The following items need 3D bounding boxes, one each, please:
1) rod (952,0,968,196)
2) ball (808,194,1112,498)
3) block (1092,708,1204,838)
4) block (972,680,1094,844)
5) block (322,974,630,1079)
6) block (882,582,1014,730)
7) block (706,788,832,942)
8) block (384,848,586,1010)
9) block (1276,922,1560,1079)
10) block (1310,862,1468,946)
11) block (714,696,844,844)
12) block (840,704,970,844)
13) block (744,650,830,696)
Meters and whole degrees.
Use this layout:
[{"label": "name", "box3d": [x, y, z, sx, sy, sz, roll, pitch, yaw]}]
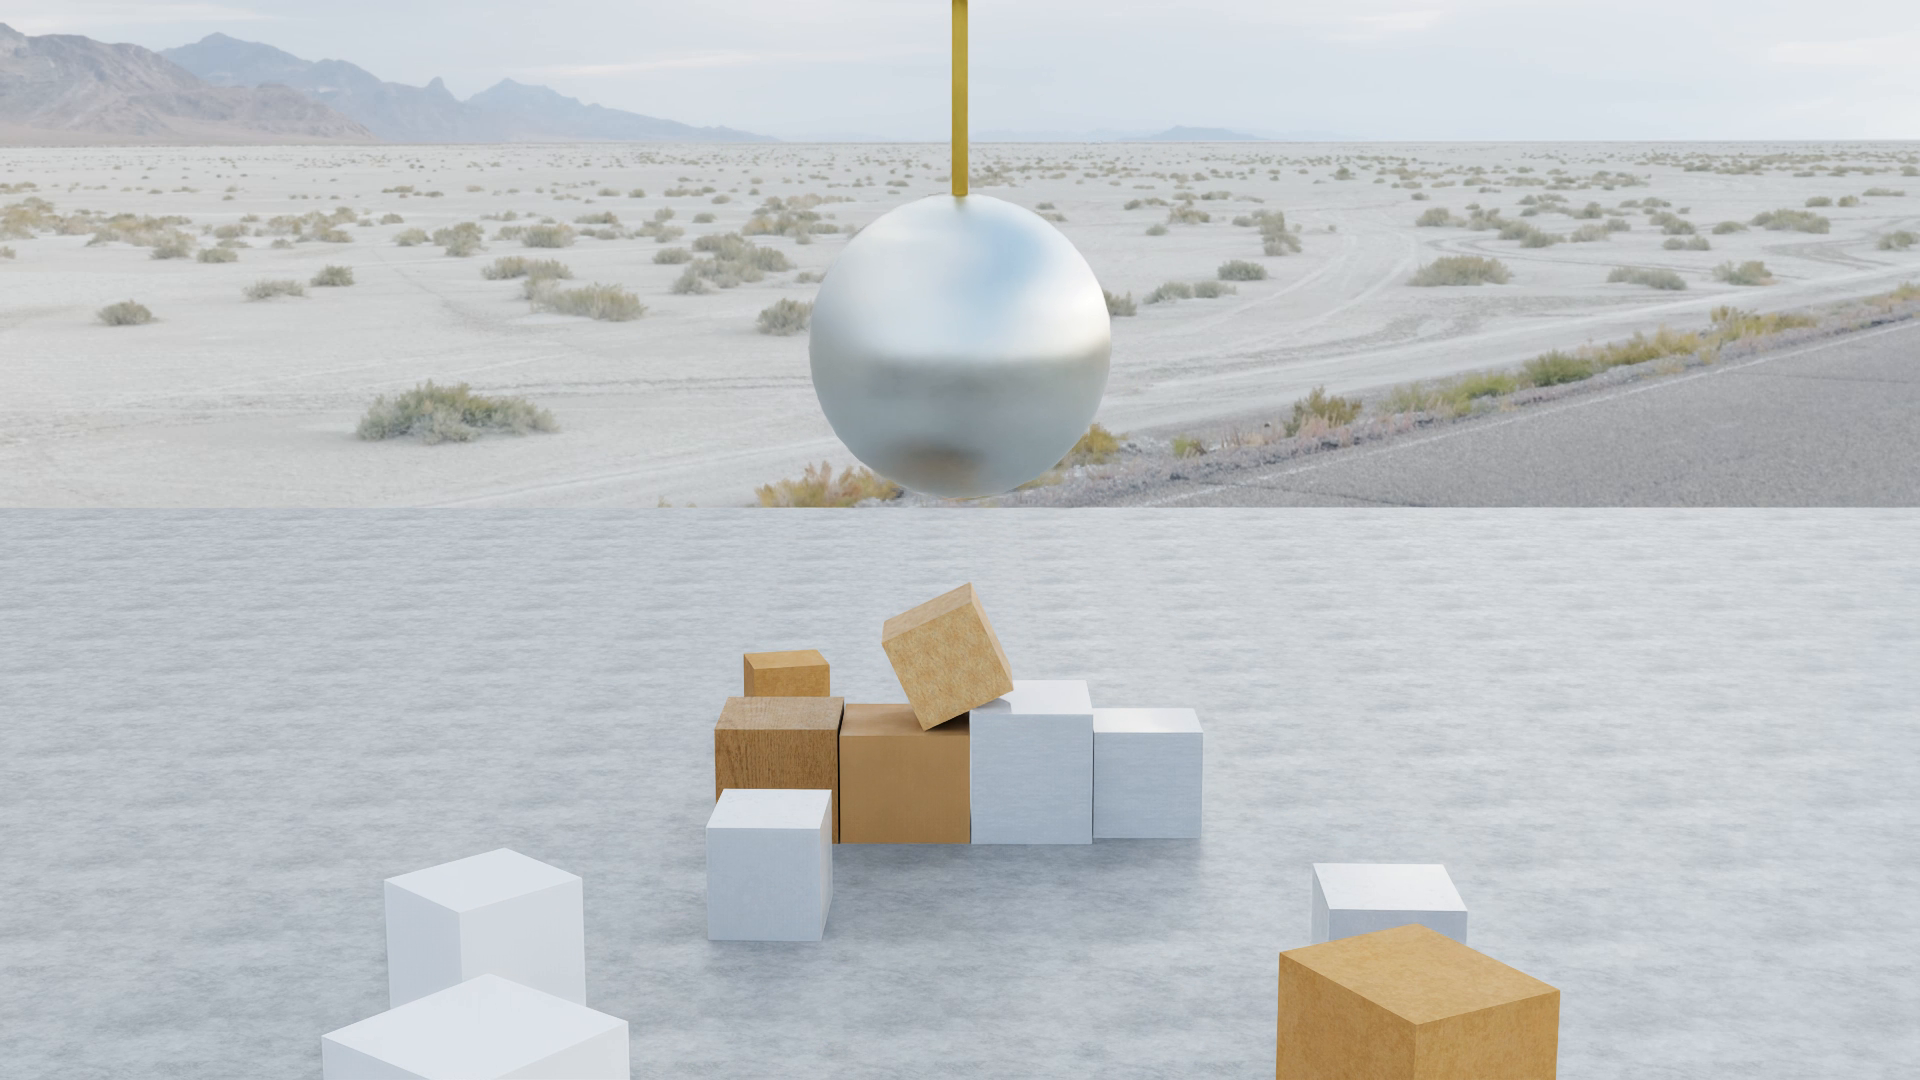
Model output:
[{"label": "rod", "box3d": [0.000, -4.288, 10.657, 0.080, 5.200, 0.080, 0, 16, 0]}, {"label": "ball", "box3d": [0.000, -1.017, 11.586, 1.600, 1.600, 1.600, 0, 10, 0]}, {"label": "block", "box3d": [0.954, 1.203, 11.394, 0.551, 0.557, 0.475, 0, 10, 0]}, {"label": "block", "box3d": [0.364, 1.141, 11.400, 0.609, 0.677, 0.701, 0, 10, 0]}, {"label": "block", "box3d": [-1.568, 1.912, 7.182, 0.693, 0.669, 0.687, 8, 13, 37]}, {"label": "block", "box3d": [-0.064, 0.591, 11.298, 0.501, 0.502, 0.513, -25, 9, 4]}, {"label": "block", "box3d": [-0.860, 1.472, 10.017, 0.503, 0.520, 0.588, 0, 10, 2]}, {"label": "block", "box3d": [-1.923, 1.646, 8.918, 0.549, 0.570, 0.574, 10, 14, 44]}, {"label": "block", "box3d": [1.577, 1.821, 7.652, 0.623, 0.679, 0.737, -6, 12, -28]}, {"label": "block", "box3d": [1.770, 1.660, 9.136, 0.550, 0.465, 0.570, 0, 10, 2]}, {"label": "block", "box3d": [-0.921, 1.184, 11.384, 0.615, 0.598, 0.656, 0, 10, 0]}, {"label": "block", "box3d": [-0.277, 1.200, 11.391, 0.654, 0.563, 0.641, 0, 10, 0]}, {"label": "block", "box3d": [-1.048, 0.926, 13.289, 0.453, 0.424, 0.414, -3, 11, -14]}]
